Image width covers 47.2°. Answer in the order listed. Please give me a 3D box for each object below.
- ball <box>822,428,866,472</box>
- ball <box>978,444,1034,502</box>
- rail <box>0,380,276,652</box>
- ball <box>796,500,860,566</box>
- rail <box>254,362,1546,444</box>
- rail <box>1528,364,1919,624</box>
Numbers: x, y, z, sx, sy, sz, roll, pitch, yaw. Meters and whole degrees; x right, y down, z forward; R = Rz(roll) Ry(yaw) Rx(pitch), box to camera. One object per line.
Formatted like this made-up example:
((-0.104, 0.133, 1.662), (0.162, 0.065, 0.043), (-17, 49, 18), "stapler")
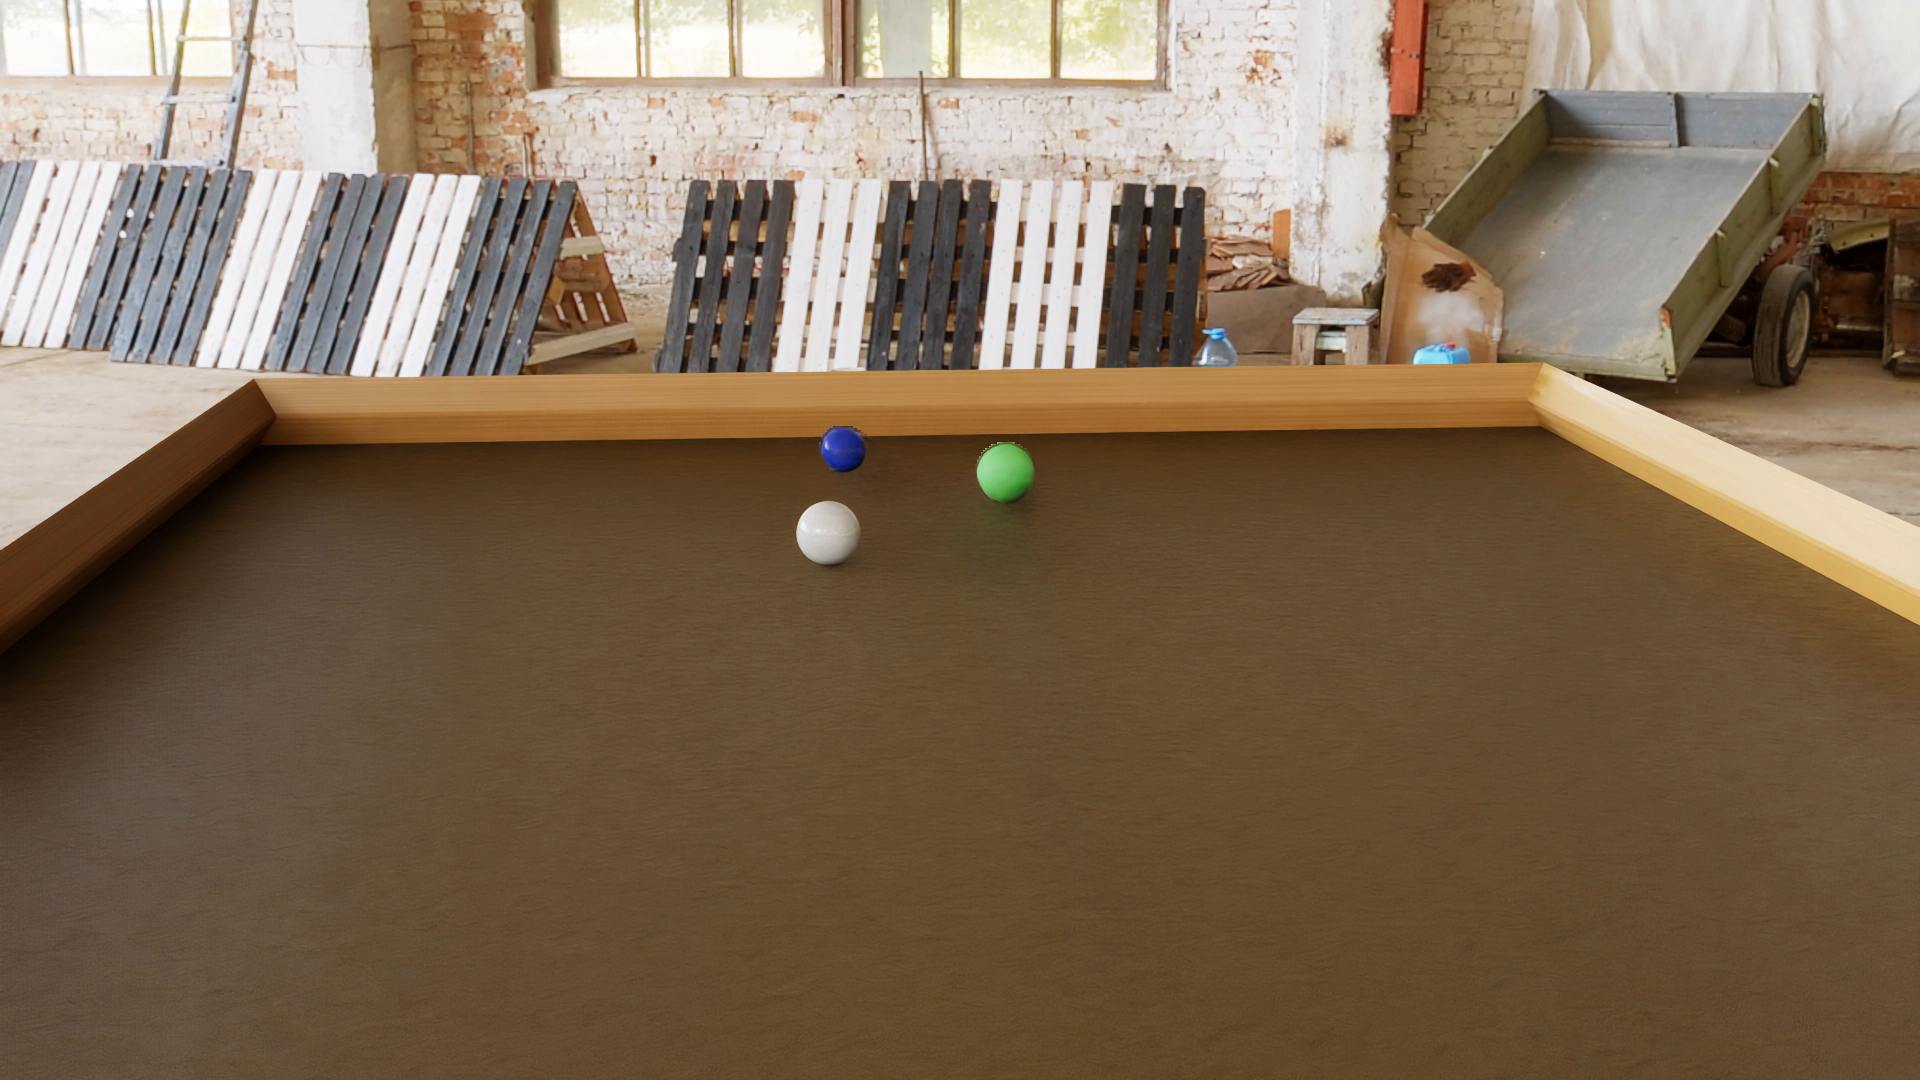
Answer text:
((-0.197, -0.152, 3.718), (0.076, 0.076, 0.076), (0, 13, 0), "ball")
((0.073, -0.106, 3.487), (0.092, 0.092, 0.092), (0, 13, 0), "ball")
((-1.075, 0.245, 1.926), (0.045, 0.119, 4.188), (-1, 13, -5), "rail")
((-0.184, -0.010, 3.080), (0.090, 0.090, 0.090), (0, 13, 0), "ball")
((-0.083, -0.247, 4.027), (2.375, 0.119, 0.045), (-1, 13, -5), "rail")
((1.245, 0.202, 2.110), (0.045, 0.119, 4.188), (-1, 13, -5), "rail")
